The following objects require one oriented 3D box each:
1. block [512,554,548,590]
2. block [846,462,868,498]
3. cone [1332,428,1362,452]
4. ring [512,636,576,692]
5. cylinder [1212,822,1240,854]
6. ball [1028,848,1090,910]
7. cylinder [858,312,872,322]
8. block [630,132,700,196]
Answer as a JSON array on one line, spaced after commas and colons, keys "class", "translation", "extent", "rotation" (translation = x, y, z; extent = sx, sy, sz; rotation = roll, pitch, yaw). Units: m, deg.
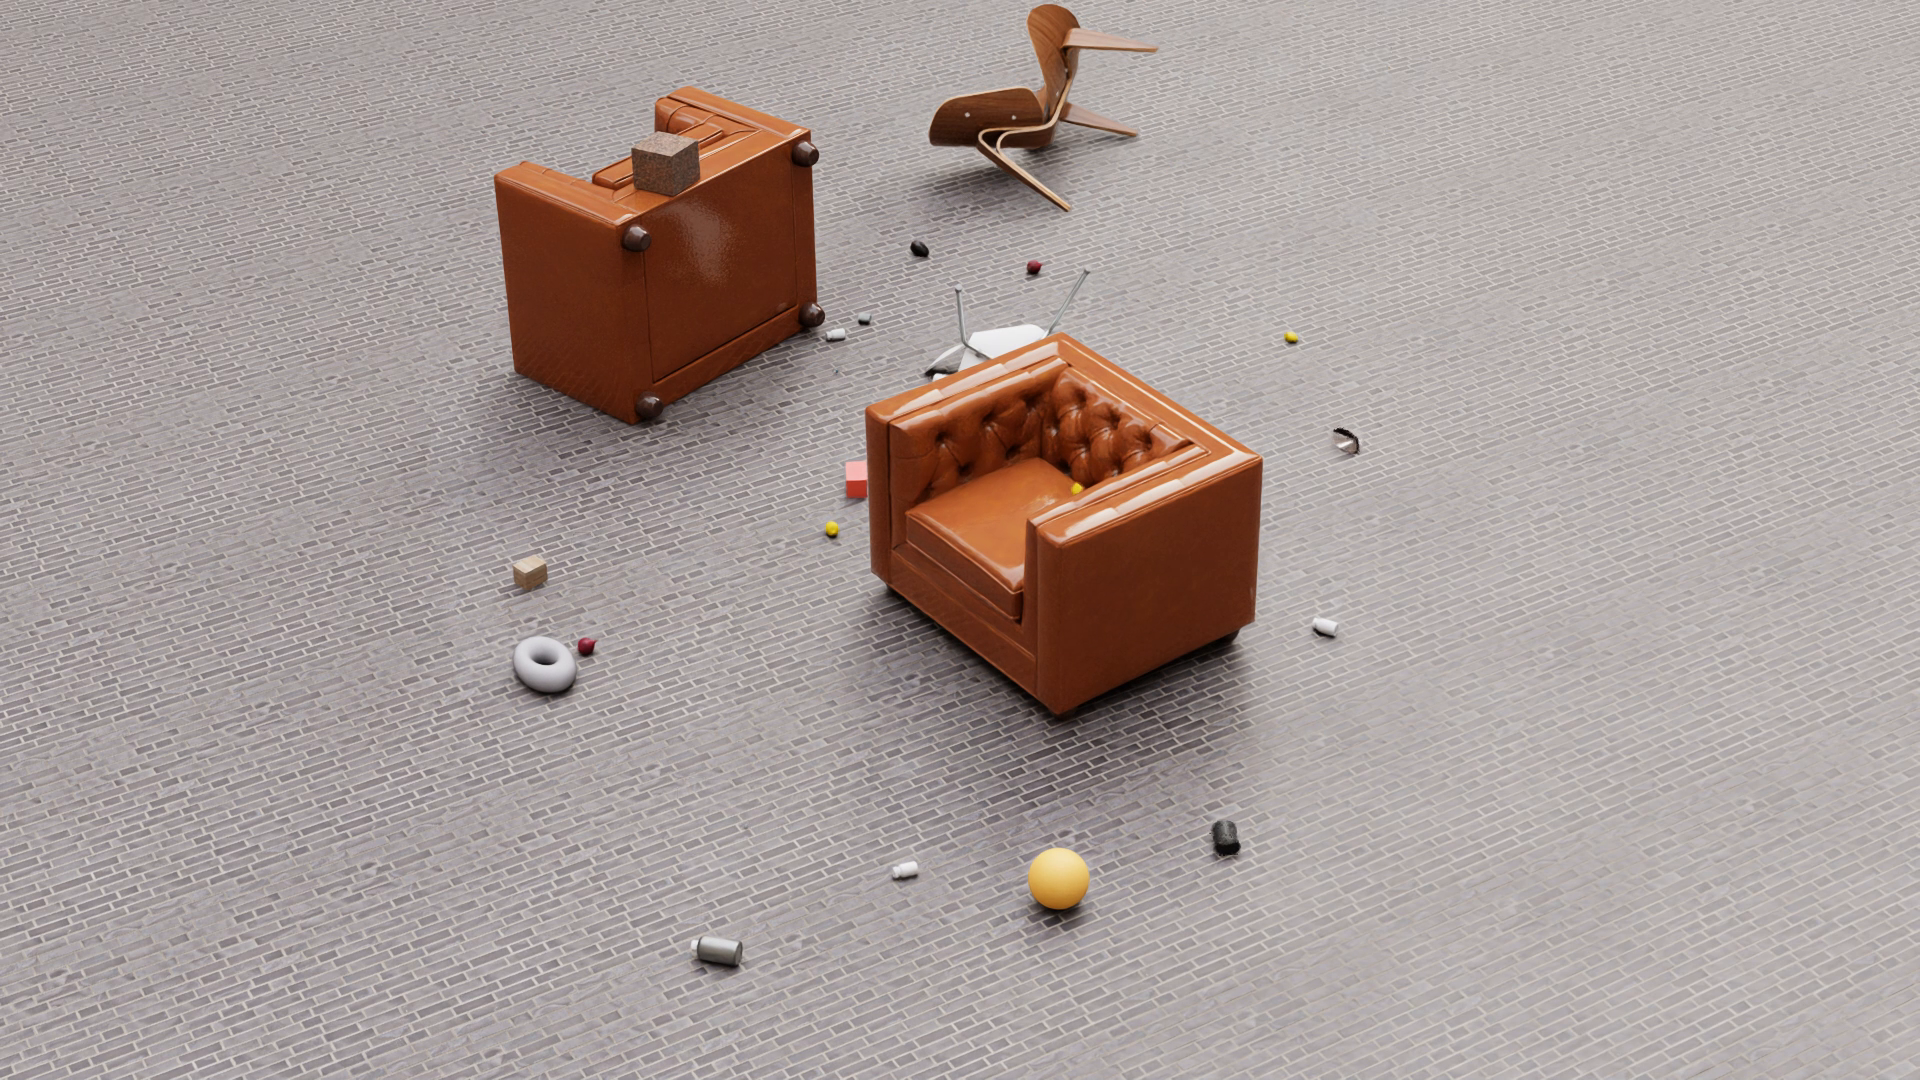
[{"class": "block", "translation": [-1.568, 0.119, 10.695], "extent": [0.074, 0.076, 0.097], "rotation": [28, 43, 36]}, {"class": "block", "translation": [-0.396, -0.231, 11.223], "extent": [0.077, 0.079, 0.134], "rotation": [-2, 33, -3]}, {"class": "cone", "translation": [1.547, -0.395, 11.511], "extent": [0.110, 0.077, 0.137], "rotation": [-7, 36, -47]}, {"class": "ring", "translation": [-1.445, 0.433, 10.201], "extent": [0.204, 0.098, 0.290], "rotation": [-18, 37, -27]}, {"class": "cylinder", "translation": [0.856, 0.957, 9.433], "extent": [0.082, 0.064, 0.098], "rotation": [7, 25, -3]}, {"class": "ball", "translation": [0.309, 1.058, 9.163], "extent": [0.193, 0.193, 0.193], "rotation": [0, 33, 0]}, {"class": "cylinder", "translation": [-0.400, -0.934, 12.334], "extent": [0.047, 0.031, 0.056], "rotation": [7, 32, 6]}, {"class": "block", "translation": [-1.144, -1.465, 11.402], "extent": [0.187, 0.165, 0.187], "rotation": [15, 34, 25]}]
